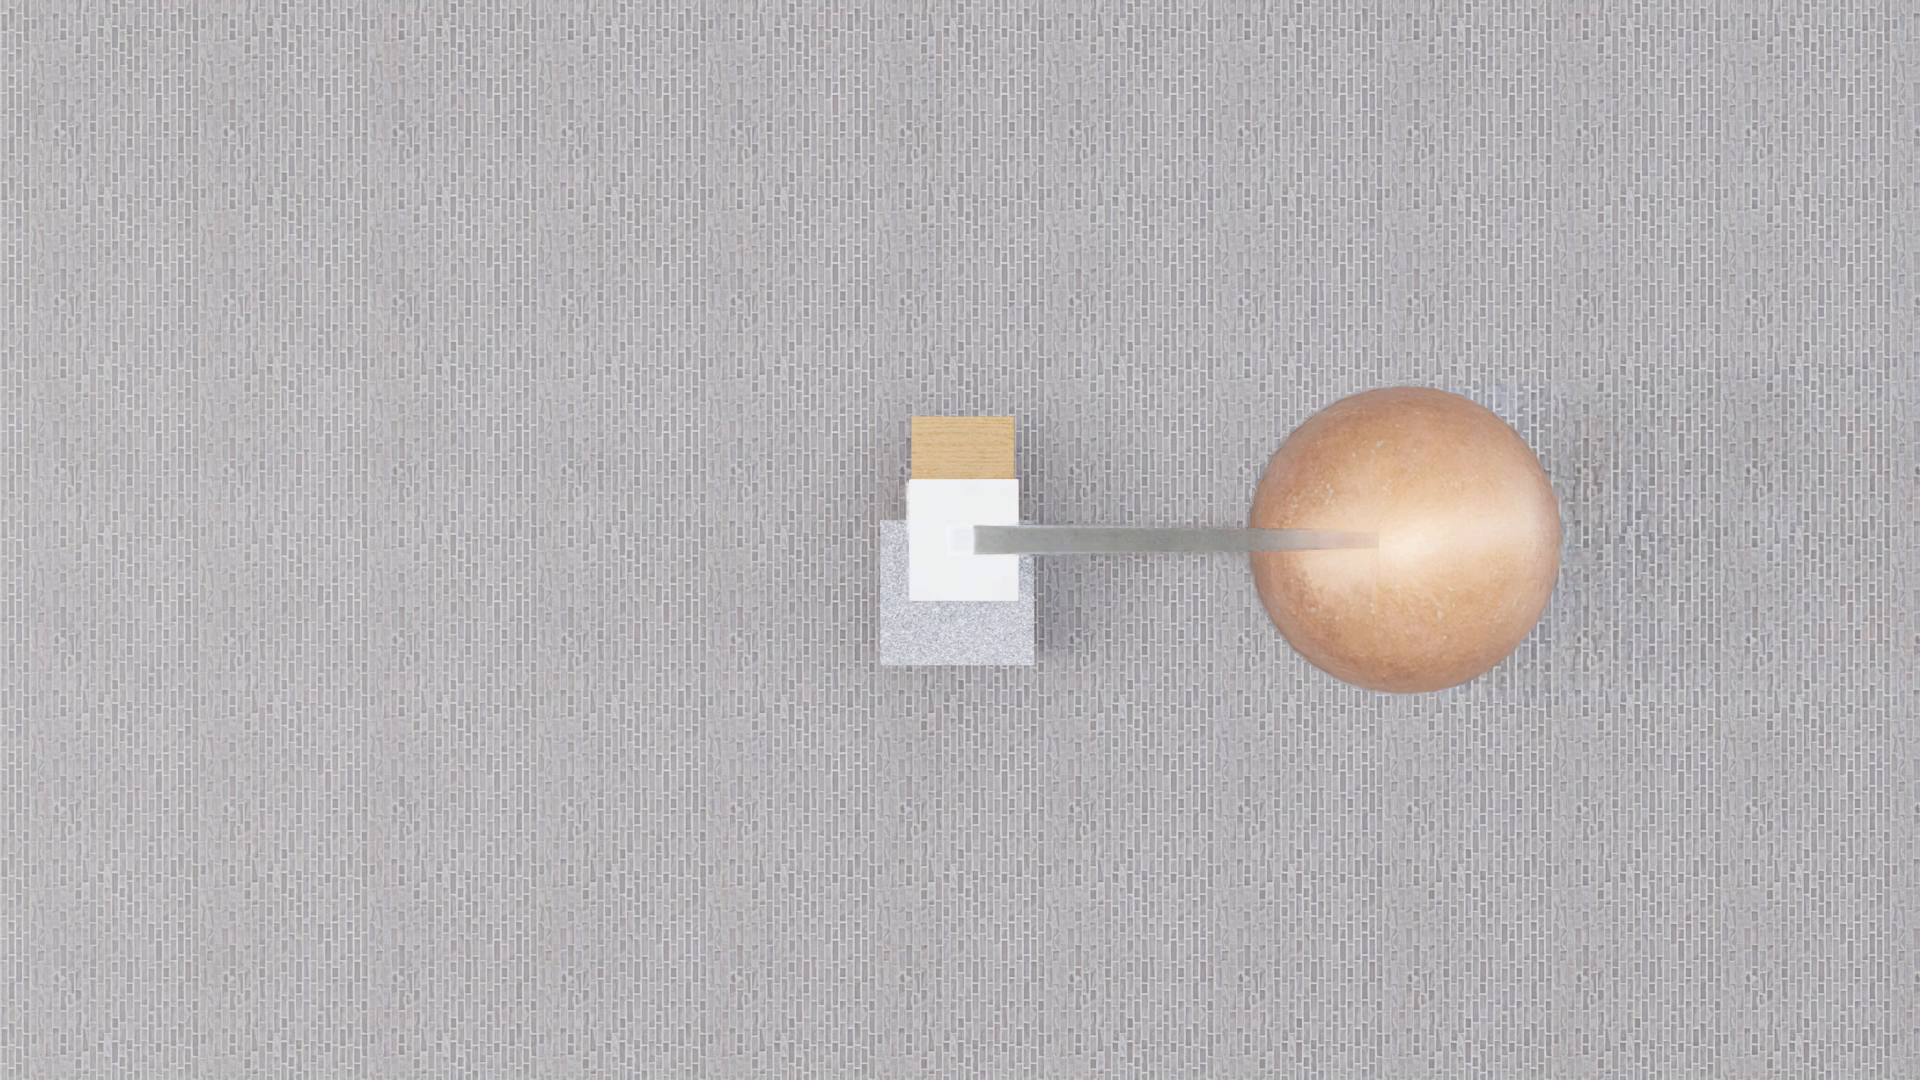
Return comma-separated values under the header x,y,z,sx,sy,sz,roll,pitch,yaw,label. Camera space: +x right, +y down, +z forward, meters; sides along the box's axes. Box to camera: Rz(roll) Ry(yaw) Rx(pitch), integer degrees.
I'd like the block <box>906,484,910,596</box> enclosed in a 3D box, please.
x,y,z,sx,sy,sz,roll,pitch,yaw,label
-0.017,0.000,11.997,0.537,0.526,0.607,0,90,0,block

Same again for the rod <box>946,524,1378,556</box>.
x,y,z,sx,sy,sz,roll,pitch,yaw,label
0.994,0.000,8.253,0.080,5.200,0.080,0,90,22,rod

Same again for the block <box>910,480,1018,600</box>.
x,y,z,sx,sy,sz,roll,pitch,yaw,label
0.019,0.000,11.410,0.549,0.649,0.611,0,90,0,block

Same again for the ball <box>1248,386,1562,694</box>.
x,y,z,sx,sy,sz,roll,pitch,yaw,label
2.295,0.000,11.395,1.600,1.600,1.600,0,90,0,ball

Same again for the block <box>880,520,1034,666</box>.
x,y,z,sx,sy,sz,roll,pitch,yaw,label
-0.015,0.294,12.630,0.858,0.740,0.808,0,90,0,block

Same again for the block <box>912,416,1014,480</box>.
x,y,z,sx,sy,sz,roll,pitch,yaw,label
0.016,-0.409,12.719,0.580,0.562,0.579,0,90,0,block
